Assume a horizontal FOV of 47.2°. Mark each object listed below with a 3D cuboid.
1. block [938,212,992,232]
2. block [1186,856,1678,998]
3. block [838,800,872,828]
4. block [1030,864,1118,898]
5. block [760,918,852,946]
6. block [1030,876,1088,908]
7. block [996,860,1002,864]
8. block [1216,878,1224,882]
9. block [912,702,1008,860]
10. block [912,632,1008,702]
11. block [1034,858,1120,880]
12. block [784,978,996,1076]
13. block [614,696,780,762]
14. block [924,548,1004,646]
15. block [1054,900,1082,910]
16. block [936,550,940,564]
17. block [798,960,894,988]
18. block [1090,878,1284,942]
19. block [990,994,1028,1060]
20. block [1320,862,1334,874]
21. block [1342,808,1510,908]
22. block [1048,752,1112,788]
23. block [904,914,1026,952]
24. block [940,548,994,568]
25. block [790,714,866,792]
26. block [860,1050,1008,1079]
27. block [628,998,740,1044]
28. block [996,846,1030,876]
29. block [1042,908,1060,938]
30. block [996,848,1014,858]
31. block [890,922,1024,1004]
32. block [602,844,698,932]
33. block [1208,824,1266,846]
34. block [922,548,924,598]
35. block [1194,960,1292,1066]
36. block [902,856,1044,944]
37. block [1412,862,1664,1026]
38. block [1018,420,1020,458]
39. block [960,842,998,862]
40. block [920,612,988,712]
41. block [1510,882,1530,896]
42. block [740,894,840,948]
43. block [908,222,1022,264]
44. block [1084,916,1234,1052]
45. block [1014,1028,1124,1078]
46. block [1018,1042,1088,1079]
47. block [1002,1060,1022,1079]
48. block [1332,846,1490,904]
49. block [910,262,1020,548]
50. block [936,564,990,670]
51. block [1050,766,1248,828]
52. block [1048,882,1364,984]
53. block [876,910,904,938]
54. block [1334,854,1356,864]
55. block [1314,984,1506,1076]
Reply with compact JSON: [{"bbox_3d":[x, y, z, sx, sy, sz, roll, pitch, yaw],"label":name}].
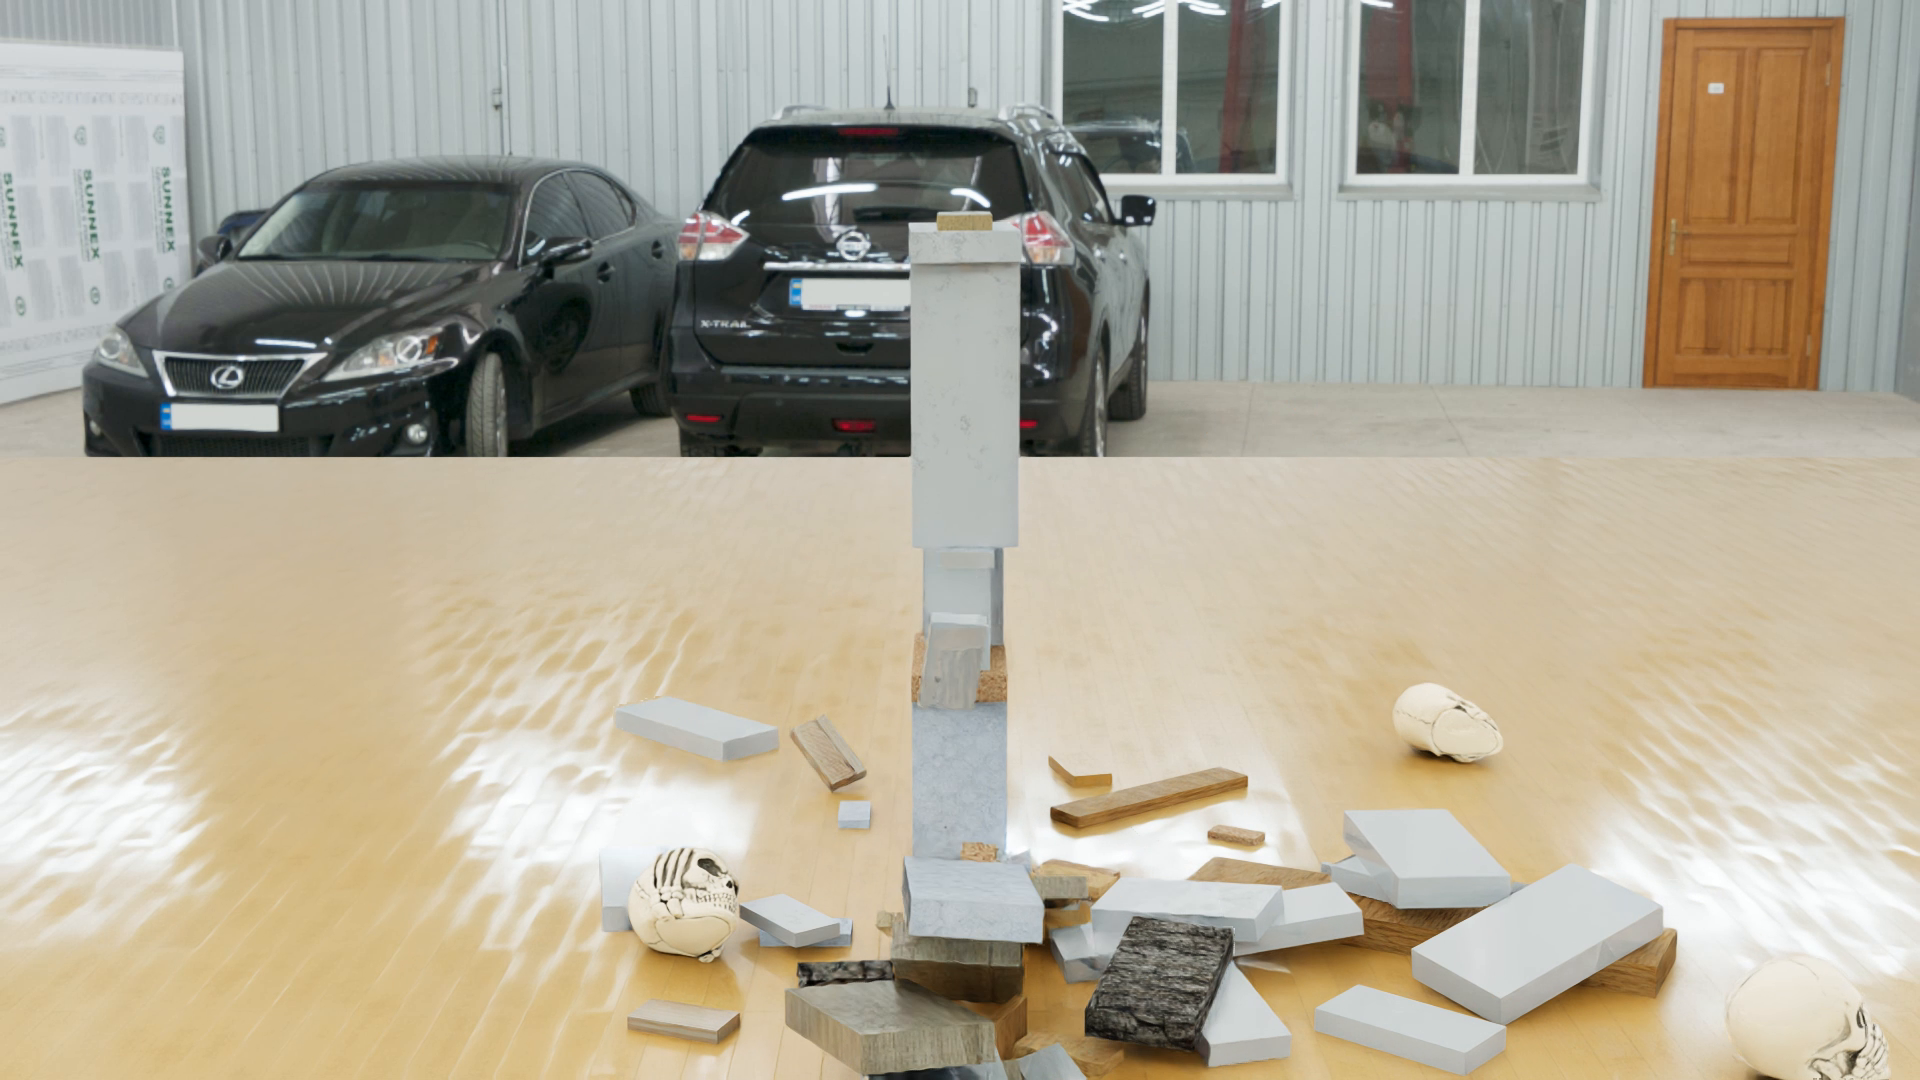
[{"bbox_3d":[0.007,-0.529,3.646,0.089,0.025,0.178,-1,10,0],"label":"block"},{"bbox_3d":[0.724,0.603,3.467,0.754,0.049,0.174,5,12,27],"label":"block"},{"bbox_3d":[-0.195,0.508,4.067,0.058,0.016,0.116,0,11,-1],"label":"block"},{"bbox_3d":[0.188,0.566,3.648,0.131,0.018,0.065,6,12,30],"label":"block"},{"bbox_3d":[-0.242,0.618,3.465,0.142,0.020,0.071,0,11,0],"label":"block"},{"bbox_3d":[0.122,0.557,3.467,0.119,0.034,0.238,-1,-13,-7],"label":"block"},{"bbox_3d":[0.026,0.547,3.499,0.089,0.025,0.178,-30,-9,-7],"label":"block"},{"bbox_3d":[0.370,0.586,3.493,0.131,0.019,0.066,-18,32,-8],"label":"block"},{"bbox_3d":[-0.001,0.416,3.730,0.160,0.319,0.045,0,10,0],"label":"block"},{"bbox_3d":[-0.001,0.217,3.802,0.160,0.045,0.319,0,11,0],"label":"block"},{"bbox_3d":[0.197,0.569,3.731,0.131,0.019,0.066,6,12,30],"label":"block"},{"bbox_3d":[-0.096,0.621,2.820,0.171,0.049,0.343,-1,-1,-20],"label":"block"},{"bbox_3d":[-0.554,0.394,4.608,0.366,0.042,0.149,10,15,44],"label":"block"},{"bbox_3d":[0.007,0.043,3.849,0.139,0.279,0.040,1,10,4],"label":"block"},{"bbox_3d":[0.134,0.588,3.630,0.131,0.019,0.066,2,11,8],"label":"block"},{"bbox_3d":[0.004,0.108,3.783,0.088,0.176,0.025,0,8,1],"label":"block"},{"bbox_3d":[-0.171,0.652,3.283,0.142,0.020,0.071,-1,11,-5],"label":"block"},{"bbox_3d":[0.348,0.564,3.367,0.264,0.037,0.132,-1,13,26],"label":"block"},{"bbox_3d":[0.060,0.679,3.006,0.019,0.068,0.135,4,11,22],"label":"block"},{"bbox_3d":[0.641,0.569,3.656,0.013,0.046,0.093,-10,14,-43],"label":"block"},{"bbox_3d":[0.739,0.505,3.514,0.174,0.049,0.347,0,10,-4],"label":"block"},{"bbox_3d":[0.237,0.453,4.345,0.079,0.022,0.158,-3,11,-15],"label":"block"},{"bbox_3d":[0.005,0.578,3.184,0.168,0.048,0.337,1,-17,-1],"label":"block"},{"bbox_3d":[0.010,0.018,3.712,0.088,0.025,0.176,0,10,-1],"label":"block"},{"bbox_3d":[-0.258,0.415,4.288,0.079,0.022,0.158,-21,51,-27],"label":"block"},{"bbox_3d":[-0.021,0.699,2.683,0.171,0.049,0.343,-1,11,-8],"label":"block"},{"bbox_3d":[-0.392,0.682,3.119,0.142,0.020,0.071,4,11,21],"label":"block"},{"bbox_3d":[0.079,0.557,3.690,0.016,0.056,0.113,7,13,35],"label":"block"},{"bbox_3d":[0.064,0.597,3.433,0.165,0.023,0.082,2,9,-17],"label":"block"},{"bbox_3d":[0.047,0.557,3.693,0.113,0.056,0.016,-9,14,-41],"label":"block"},{"bbox_3d":[0.001,0.585,3.022,0.168,0.048,0.337,3,-20,3],"label":"block"},{"bbox_3d":[-0.517,0.573,3.637,0.149,0.042,0.298,-1,11,-10],"label":"block"},{"bbox_3d":[0.497,0.530,3.953,0.093,0.013,0.046,6,12,30],"label":"block"},{"bbox_3d":[0.003,0.060,4.043,0.139,0.382,0.040,1,11,3],"label":"block"},{"bbox_3d":[0.366,0.664,3.105,0.119,0.034,0.238,-4,16,-14],"label":"block"},{"bbox_3d":[0.012,0.477,2.933,0.168,0.048,0.337,4,0,-3],"label":"block"},{"bbox_3d":[0.858,0.596,3.264,0.347,0.049,0.174,-20,26,-30],"label":"block"},{"bbox_3d":[0.013,-0.322,3.855,0.178,0.356,0.050,-2,9,-9],"label":"block"},{"bbox_3d":[0.024,0.553,3.621,0.056,0.016,0.112,3,55,14],"label":"block"},{"bbox_3d":[-0.011,0.196,3.533,0.089,0.178,0.025,4,36,-6],"label":"block"},{"bbox_3d":[0.959,0.579,3.509,0.235,0.033,0.117,5,-13,26],"label":"block"},{"bbox_3d":[-0.269,0.597,3.456,0.082,0.023,0.165,-8,13,-36],"label":"block"},{"bbox_3d":[0.004,-0.505,3.726,0.178,0.050,0.356,-1,10,-2],"label":"block"},{"bbox_3d":[0.285,0.623,3.107,0.149,0.042,0.298,5,17,16],"label":"block"},{"bbox_3d":[0.149,0.702,3.013,0.135,0.019,0.068,6,12,30],"label":"block"},{"bbox_3d":[0.123,0.712,2.908,0.068,0.019,0.135,-20,15,-11],"label":"block"},{"bbox_3d":[0.001,0.767,2.580,0.171,0.049,0.644,0,11,-2],"label":"block"},{"bbox_3d":[0.738,0.535,3.596,0.132,0.037,0.264,10,14,43],"label":"block"},{"bbox_3d":[0.008,-0.225,3.651,0.178,0.474,0.050,0,10,-1],"label":"block"},{"bbox_3d":[0.005,0.129,3.668,0.088,0.176,0.025,0,7,0],"label":"block"},{"bbox_3d":[0.363,0.486,4.167,0.433,0.022,0.079,-8,13,-37],"label":"block"},{"bbox_3d":[0.375,0.600,3.365,0.460,0.037,0.132,-8,11,-7],"label":"block"},{"bbox_3d":[-0.071,0.594,3.367,0.082,0.023,0.165,1,-18,10],"label":"block"},{"bbox_3d":[0.752,0.572,3.672,0.246,0.034,0.119,9,14,40],"label":"block"},{"bbox_3d":[0.628,0.683,3.076,0.235,0.033,0.117,9,14,40],"label":"block"}]
